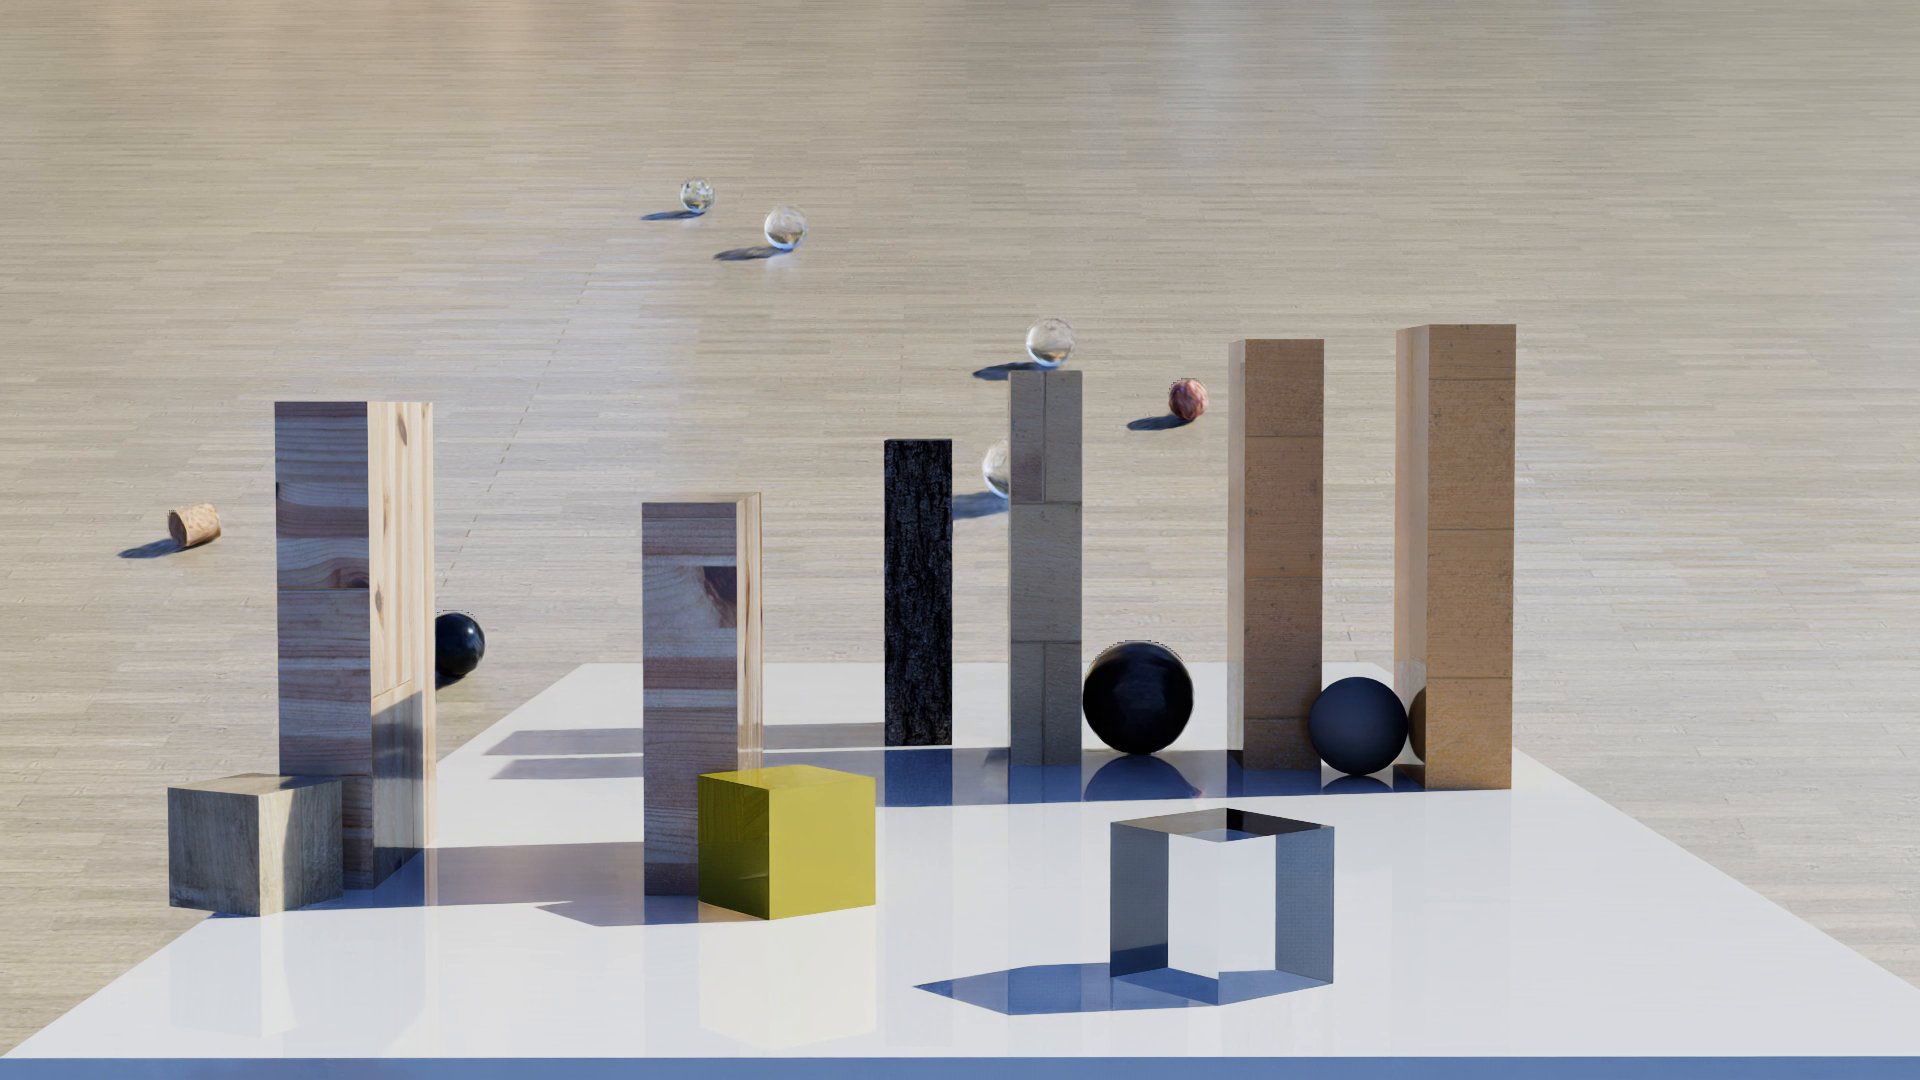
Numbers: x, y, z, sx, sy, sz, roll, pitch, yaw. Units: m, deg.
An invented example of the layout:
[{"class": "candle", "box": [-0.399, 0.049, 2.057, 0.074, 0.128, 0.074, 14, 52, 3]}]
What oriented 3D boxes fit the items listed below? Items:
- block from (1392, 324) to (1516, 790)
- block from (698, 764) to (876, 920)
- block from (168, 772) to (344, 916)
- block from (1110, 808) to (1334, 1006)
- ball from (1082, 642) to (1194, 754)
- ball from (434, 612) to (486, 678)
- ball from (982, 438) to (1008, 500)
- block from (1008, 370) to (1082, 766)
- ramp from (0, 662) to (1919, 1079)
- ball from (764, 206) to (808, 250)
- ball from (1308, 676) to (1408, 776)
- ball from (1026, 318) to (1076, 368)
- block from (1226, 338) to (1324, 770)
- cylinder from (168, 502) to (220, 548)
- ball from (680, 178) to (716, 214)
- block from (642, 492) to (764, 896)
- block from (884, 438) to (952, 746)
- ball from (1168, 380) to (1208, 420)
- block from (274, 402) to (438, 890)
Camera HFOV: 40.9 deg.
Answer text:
[{"class": "block", "box": [0.855, 0.022, 4.470, 0.145, 0.781, 0.319, 0, 3, 0]}, {"class": "block", "box": [-0.224, 0.388, 3.327, 0.165, 0.165, 0.165, -2, 4, -38]}, {"class": "block", "box": [-0.914, 0.393, 3.339, 0.154, 0.154, 0.154, 1, 3, 28]}, {"class": "block", "box": [0.292, 0.405, 2.869, 0.176, 0.176, 0.176, -2, 4, -38]}, {"class": "ball", "box": [0.331, 0.294, 4.773, 0.209, 0.209, 0.209, 0, 22, 0]}, {"class": "ball", "box": [-1.313, 0.271, 6.658, 0.168, 0.168, 0.168, 0, 22, 0]}, {"class": "ball", "box": [0.166, -0.216, 7.830, 0.195, 0.195, 0.195, 0, 22, 0]}, {"class": "block", "box": [0.155, 0.045, 4.739, 0.128, 0.709, 0.259, 0, 3, 0]}, {"class": "ramp", "box": [0.051, 0.461, 4.533, 2.000, 0.100, 4.000, 0, 3, 0]}, {"class": "ball", "box": [-0.707, -1.269, 10.464, 0.178, 0.178, 0.178, 0, 22, 0]}, {"class": "ball", "box": [0.696, 0.325, 4.500, 0.173, 0.173, 0.173, 0, 22, 0]}, {"class": "ball", "box": [0.321, -0.694, 9.046, 0.172, 0.172, 0.172, 0, 22, 0]}, {"class": "block", "box": [0.572, 0.020, 4.691, 0.139, 0.764, 0.276, 0, 3, 0]}, {"class": "cylinder", "box": [-2.236, -0.043, 7.514, 0.108, 0.108, 0.108, -21, 30, -40]}, {"class": "ball", "box": [-1.121, -1.471, 11.006, 0.147, 0.147, 0.147, 0, 22, 0]}, {"class": "block", "box": [-0.354, 0.198, 3.590, 0.124, 0.517, 0.440, 0, 3, 0]}, {"class": "block", "box": [-0.080, 0.092, 5.080, 0.129, 0.581, 0.370, 0, 3, 0]}, {"class": "ball", "box": [0.757, -0.464, 8.530, 0.130, 0.130, 0.130, 0, 22, 0]}, {"class": "block", "box": [-0.844, 0.131, 3.620, 0.123, 0.649, 0.422, 0, 3, 0]}]
